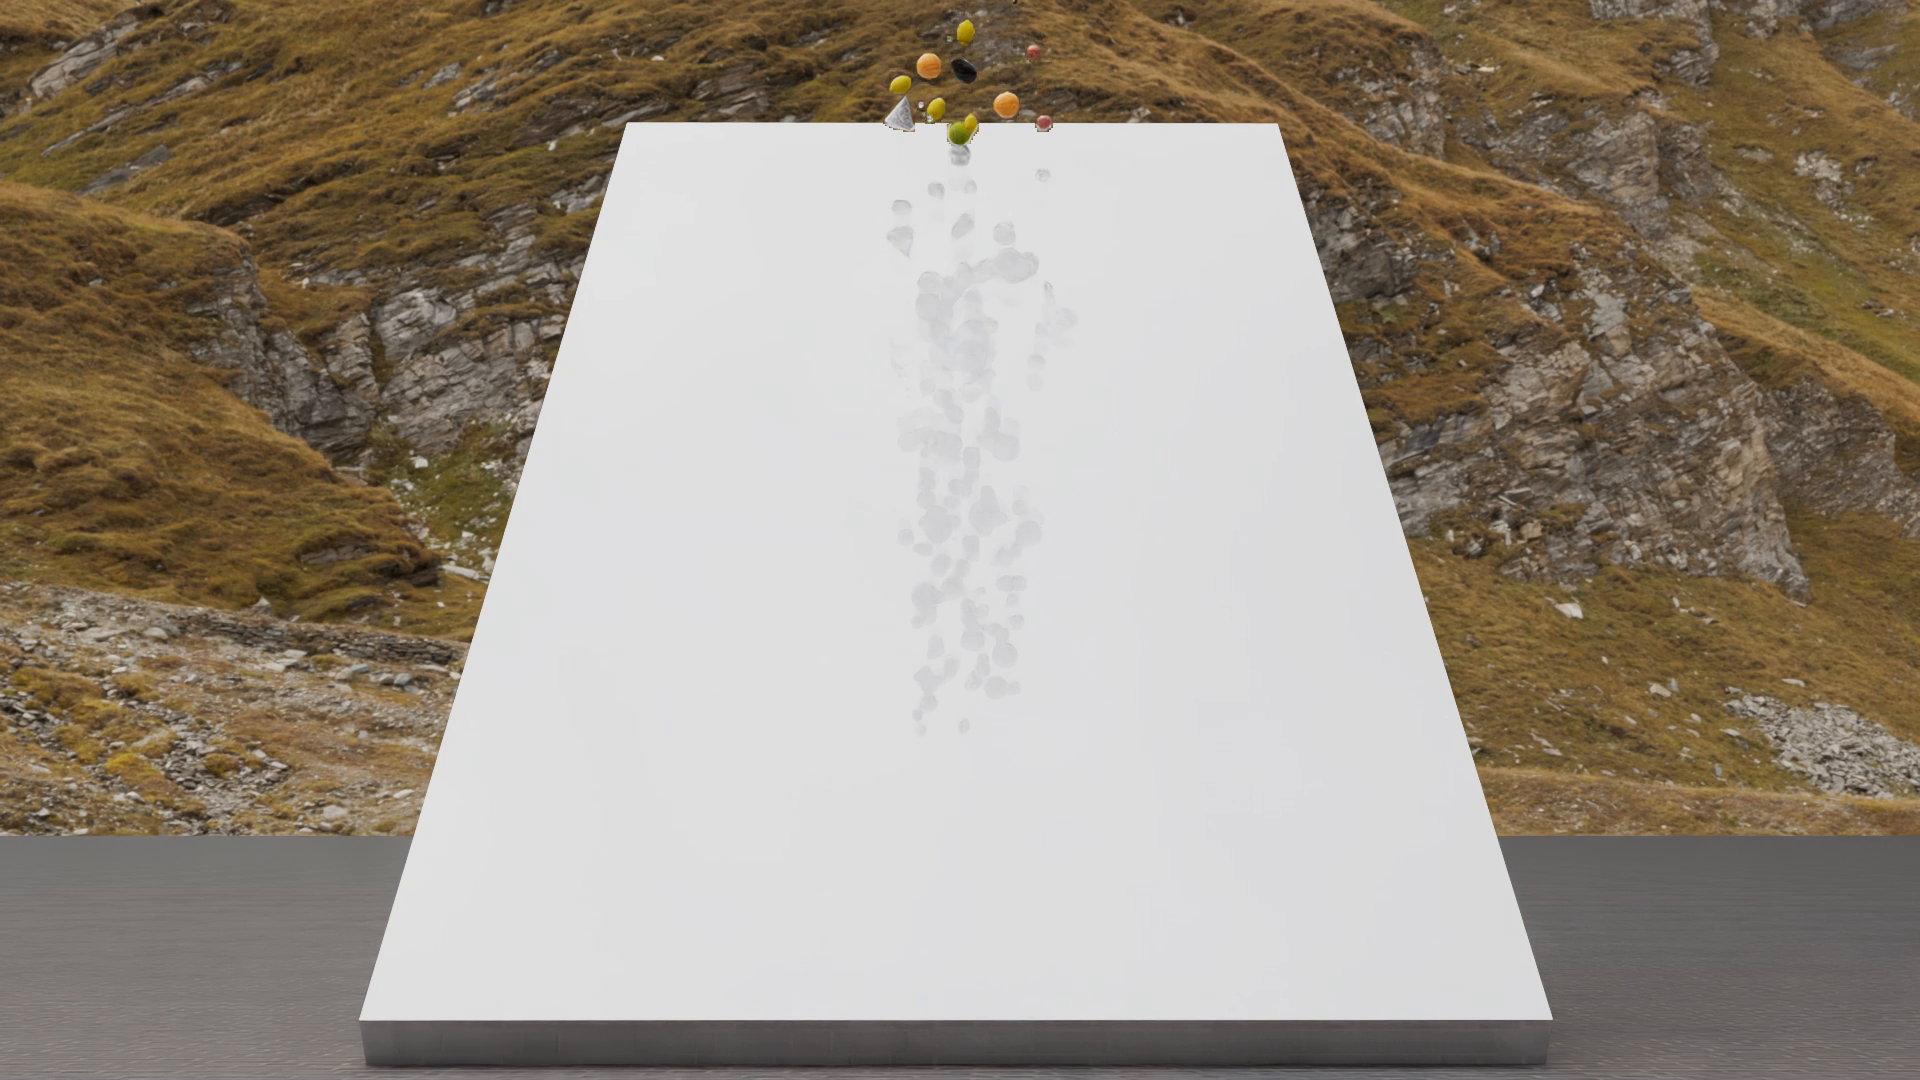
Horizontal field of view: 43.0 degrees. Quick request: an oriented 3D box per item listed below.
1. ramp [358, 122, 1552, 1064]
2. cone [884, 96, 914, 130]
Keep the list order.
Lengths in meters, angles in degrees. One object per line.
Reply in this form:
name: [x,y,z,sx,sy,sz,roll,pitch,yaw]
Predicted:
ramp: [-0.014,-0.196,5.814,2.000,0.100,4.000,0,31,0]
cone: [-0.164,-1.239,7.012,0.088,0.088,0.088,13,22,-5]
